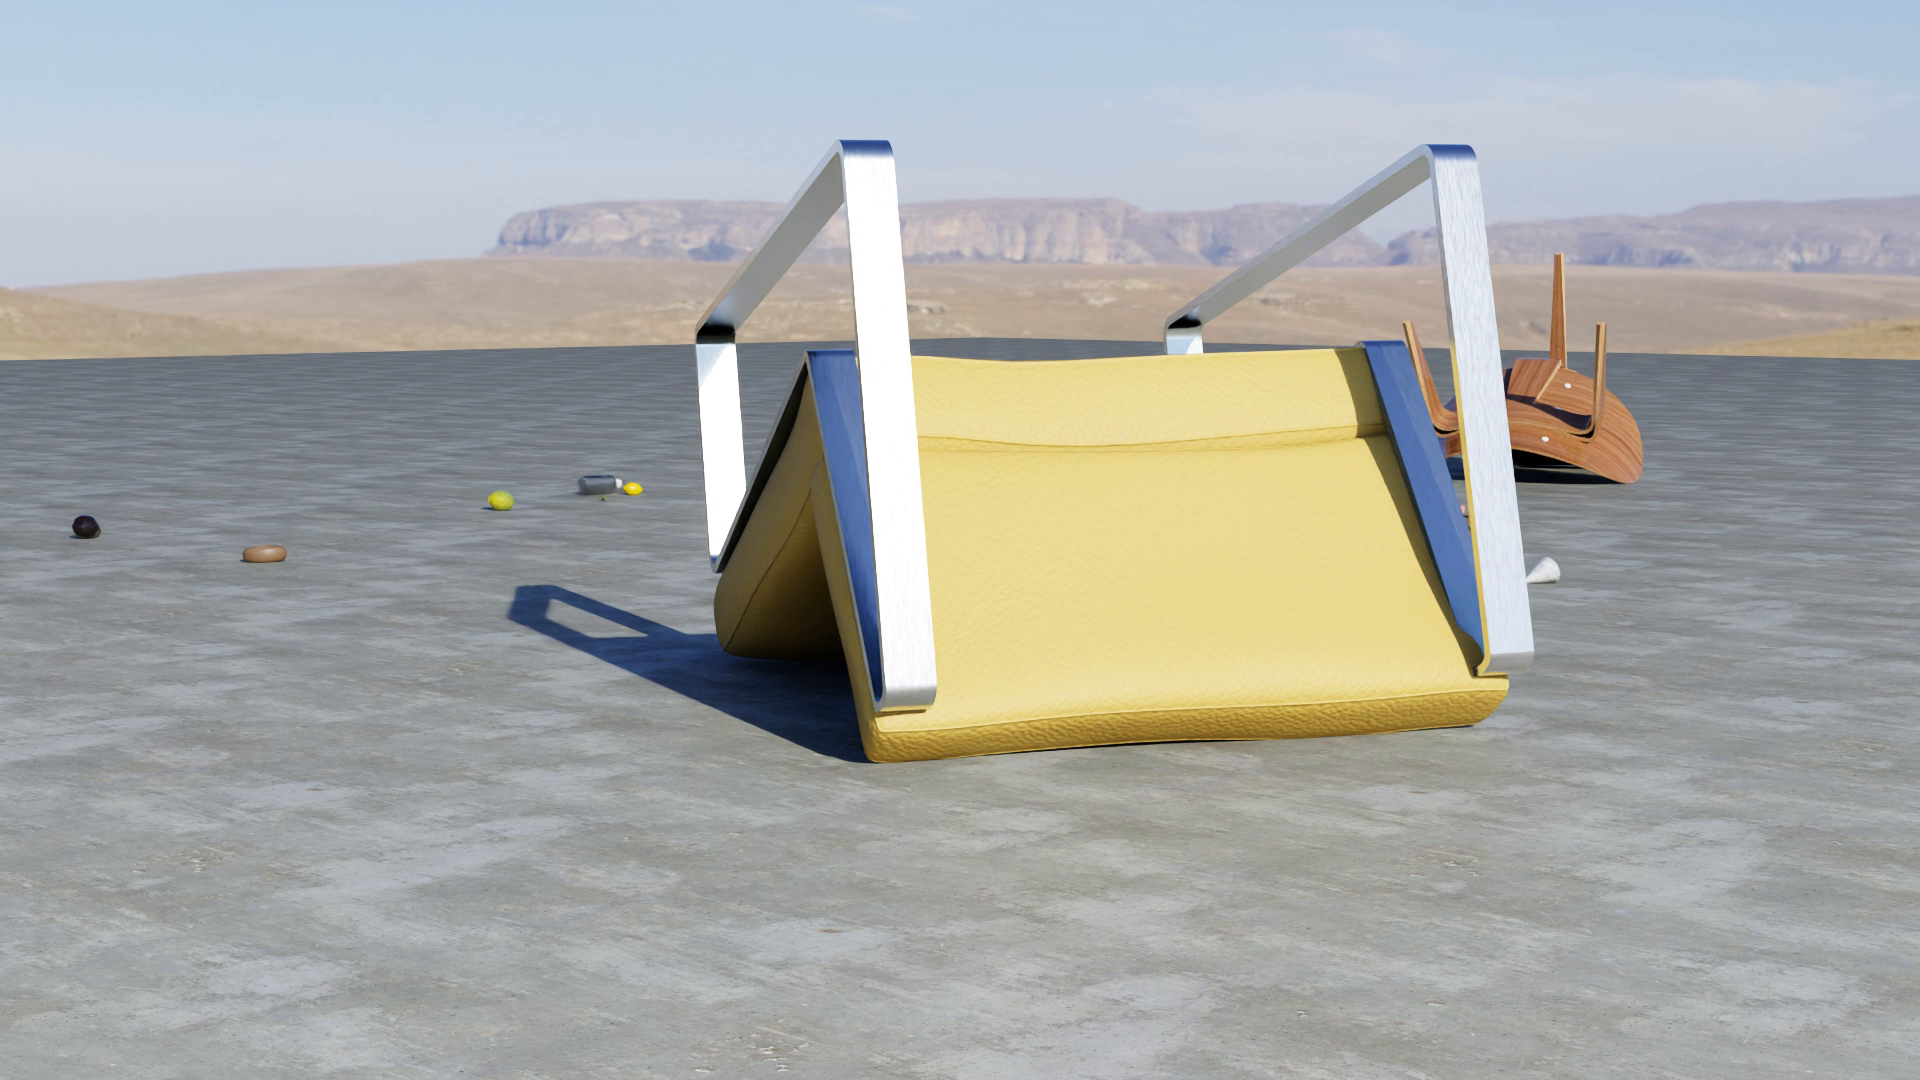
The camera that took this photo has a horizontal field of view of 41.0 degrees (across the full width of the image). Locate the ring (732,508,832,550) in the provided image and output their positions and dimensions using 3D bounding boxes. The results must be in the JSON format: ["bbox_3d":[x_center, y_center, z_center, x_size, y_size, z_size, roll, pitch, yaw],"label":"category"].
[{"bbox_3d":[-0.433,-0.027,6.251,0.249,0.088,0.161,0,7,9],"label":"ring"}]

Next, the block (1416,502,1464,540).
[{"bbox_3d":[1.209,-0.047,6.459,0.078,0.083,0.099,-2,6,-22],"label":"block"}]

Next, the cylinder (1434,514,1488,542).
[{"bbox_3d":[1.249,-0.029,6.390,0.116,0.062,0.061,-6,8,-21],"label":"cylinder"}]

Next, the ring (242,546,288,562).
[{"bbox_3d":[-1.605,0.033,5.923,0.101,0.036,0.053,-2,8,-16],"label":"ring"}]

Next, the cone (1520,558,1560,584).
[{"bbox_3d":[1.234,0.080,5.508,0.086,0.057,0.066,-23,8,-23],"label":"cone"}]

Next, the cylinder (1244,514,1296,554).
[{"bbox_3d":[0.742,-0.014,6.140,0.120,0.081,0.137,-10,4,8],"label":"cylinder"}]
